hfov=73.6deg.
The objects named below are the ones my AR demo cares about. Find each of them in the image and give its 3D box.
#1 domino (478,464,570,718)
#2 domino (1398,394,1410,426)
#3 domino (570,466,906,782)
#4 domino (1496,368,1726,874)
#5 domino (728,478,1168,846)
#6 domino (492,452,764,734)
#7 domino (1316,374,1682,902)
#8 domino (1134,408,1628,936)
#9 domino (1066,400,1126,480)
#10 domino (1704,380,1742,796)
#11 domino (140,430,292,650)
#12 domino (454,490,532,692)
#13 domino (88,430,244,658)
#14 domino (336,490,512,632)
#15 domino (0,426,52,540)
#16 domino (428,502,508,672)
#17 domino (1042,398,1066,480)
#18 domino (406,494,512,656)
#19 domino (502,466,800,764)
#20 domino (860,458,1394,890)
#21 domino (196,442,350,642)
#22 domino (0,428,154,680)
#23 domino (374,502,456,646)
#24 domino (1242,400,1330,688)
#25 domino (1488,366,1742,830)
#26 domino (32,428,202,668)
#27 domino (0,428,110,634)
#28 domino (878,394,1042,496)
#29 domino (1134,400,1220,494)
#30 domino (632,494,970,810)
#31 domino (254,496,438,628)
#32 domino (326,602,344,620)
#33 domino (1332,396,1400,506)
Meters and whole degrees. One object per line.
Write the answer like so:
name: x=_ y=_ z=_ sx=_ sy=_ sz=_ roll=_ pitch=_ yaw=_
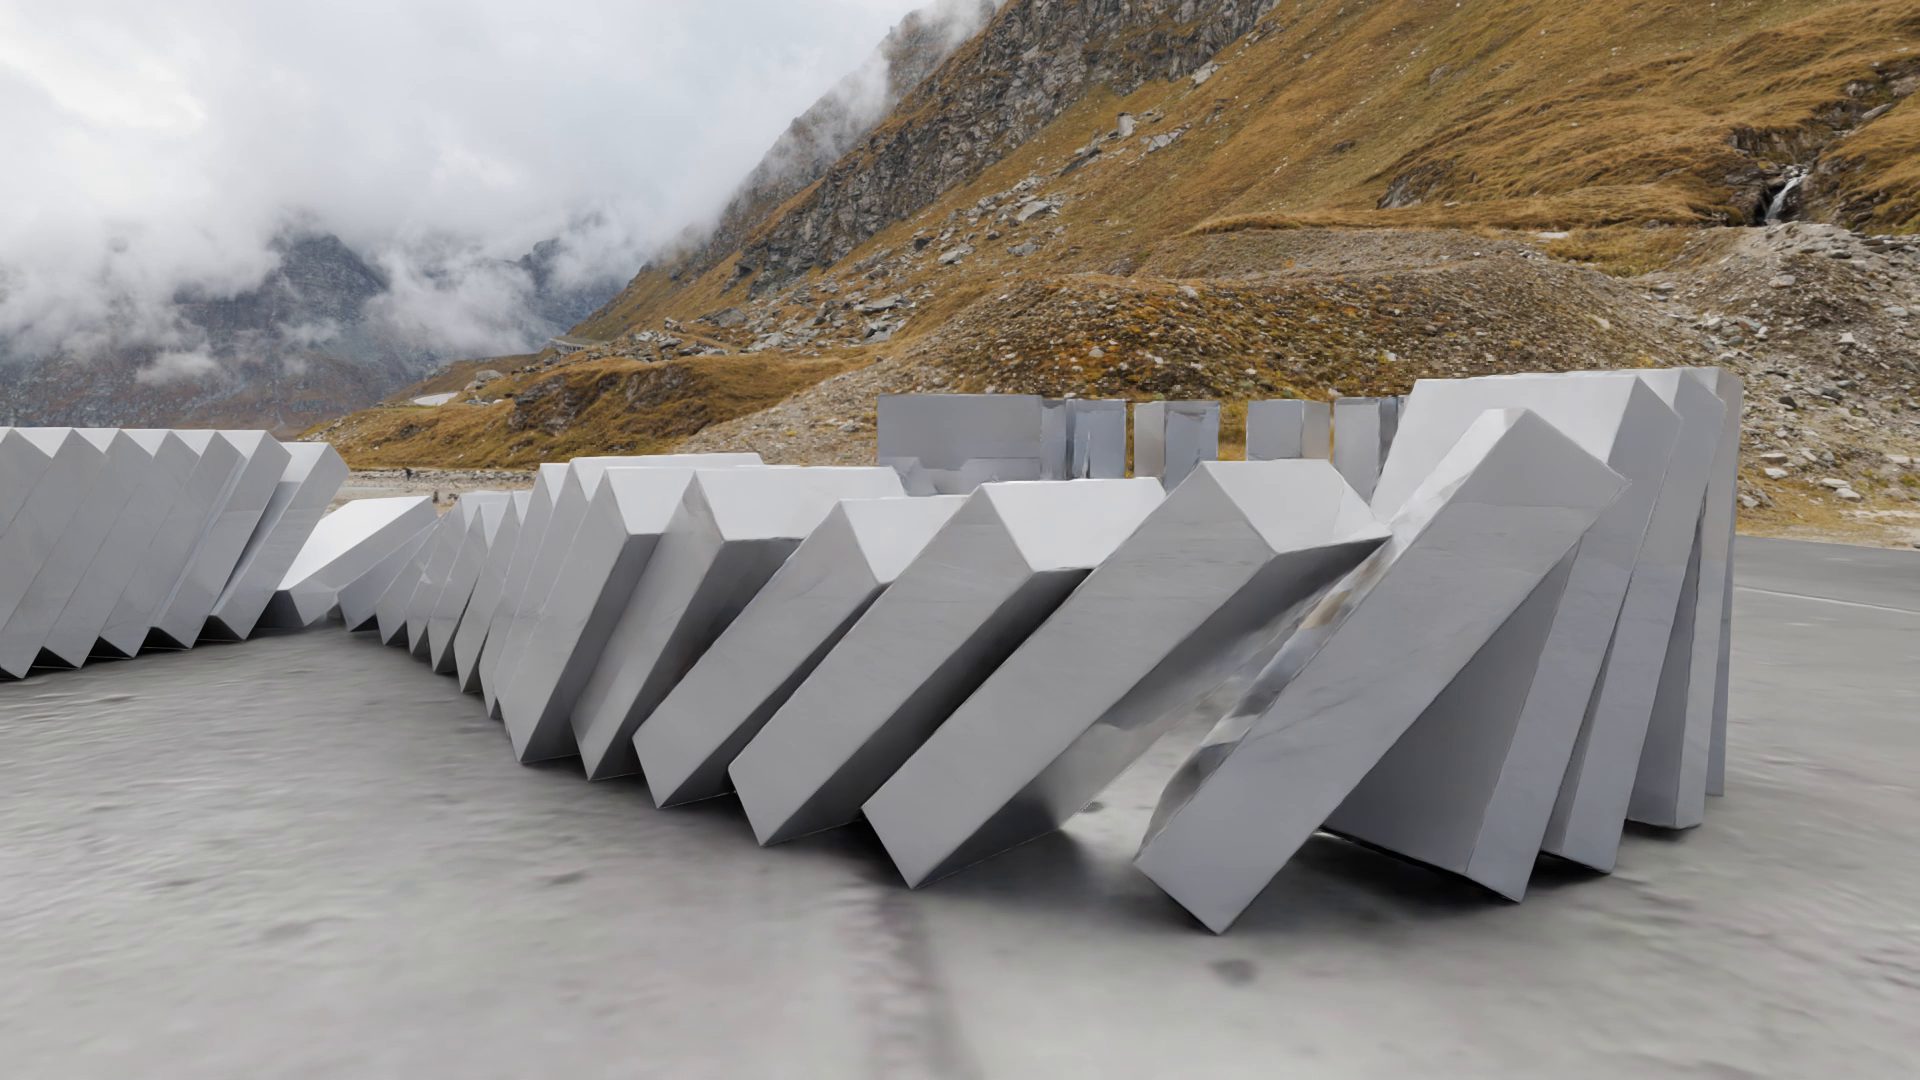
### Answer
domino: x=-0.054 y=0.008 z=0.191 sx=0.025 sy=0.009 sz=0.050 roll=-3 pitch=-36 yaw=-34
domino: x=0.082 y=0.002 z=0.202 sx=0.025 sy=0.050 sz=0.010 roll=-2 pitch=5 yaw=-22
domino: x=-0.027 y=0.011 z=0.156 sx=0.025 sy=0.010 sz=0.050 roll=-4 pitch=-35 yaw=-37
domino: x=0.062 y=0.007 z=0.138 sx=0.009 sy=0.050 sz=0.025 roll=22 pitch=-9 yaw=-32
domino: x=-0.001 y=0.013 z=0.132 sx=0.025 sy=0.009 sz=0.050 roll=-4 pitch=-34 yaw=-45
domino: x=-0.046 y=0.008 z=0.176 sx=0.025 sy=0.010 sz=0.050 roll=-5 pitch=-35 yaw=-36
domino: x=0.051 y=0.008 z=0.131 sx=0.010 sy=0.050 sz=0.025 roll=28 pitch=-10 yaw=-32
domino: x=0.037 y=0.011 z=0.118 sx=0.009 sy=0.050 sz=0.025 roll=39 pitch=14 yaw=9
domino: x=0.020 y=0.000 z=0.231 sx=0.009 sy=0.050 sz=0.025 roll=-1 pitch=5 yaw=-18
domino: x=0.084 y=0.005 z=0.163 sx=0.025 sy=0.050 sz=0.010 roll=2 pitch=5 yaw=29
domino: x=-0.169 y=-0.001 z=0.278 sx=0.025 sy=0.050 sz=0.010 roll=1 pitch=-33 yaw=14
domino: x=-0.065 y=0.009 z=0.210 sx=0.025 sy=0.009 sz=0.050 roll=-3 pitch=-29 yaw=-34
domino: x=-0.173 y=0.000 z=0.267 sx=0.025 sy=0.050 sz=0.009 roll=1 pitch=-33 yaw=14
domino: x=-0.110 y=0.005 z=0.282 sx=0.050 sy=0.010 sz=0.025 roll=-29 pitch=-13 yaw=27
domino: x=-0.182 y=0.003 z=0.220 sx=0.025 sy=0.050 sz=0.009 roll=1 pitch=-33 yaw=14
domino: x=-0.077 y=0.009 z=0.228 sx=0.025 sy=0.010 sz=0.050 roll=-3 pitch=-25 yaw=-34
domino: x=0.006 y=0.001 z=0.224 sx=0.010 sy=0.050 sz=0.025 roll=-4 pitch=6 yaw=-45
domino: x=-0.087 y=0.007 z=0.243 sx=0.025 sy=0.009 sz=0.050 roll=-2 pitch=-25 yaw=-35
domino: x=-0.039 y=0.010 z=0.165 sx=0.025 sy=0.009 sz=0.050 roll=-3 pitch=-35 yaw=-38
domino: x=0.015 y=0.013 z=0.121 sx=0.025 sy=0.010 sz=0.050 roll=-6 pitch=-36 yaw=-52
domino: x=-0.163 y=-0.001 z=0.291 sx=0.025 sy=0.050 sz=0.009 roll=1 pitch=-39 yaw=14
domino: x=-0.178 y=0.002 z=0.243 sx=0.025 sy=0.050 sz=0.010 roll=1 pitch=-33 yaw=14
domino: x=-0.099 y=0.007 z=0.264 sx=0.025 sy=0.010 sz=0.050 roll=-4 pitch=-23 yaw=-45
domino: x=0.059 y=0.000 z=0.232 sx=0.009 sy=0.050 sz=0.025 roll=2 pitch=5 yaw=26
domino: x=0.074 y=0.006 z=0.150 sx=0.010 sy=0.050 sz=0.025 roll=9 pitch=-3 yaw=-45
domino: x=-0.176 y=0.001 z=0.255 sx=0.025 sy=0.050 sz=0.009 roll=1 pitch=-33 yaw=14
domino: x=-0.179 y=0.002 z=0.231 sx=0.025 sy=0.050 sz=0.009 roll=1 pitch=-33 yaw=14
domino: x=0.000 y=0.002 z=0.201 sx=0.025 sy=0.050 sz=0.009 roll=0 pitch=4 yaw=0
domino: x=0.039 y=0.000 z=0.235 sx=0.009 sy=0.050 sz=0.025 roll=0 pitch=4 yaw=-4
domino: x=-0.014 y=0.013 z=0.144 sx=0.025 sy=0.009 sz=0.050 roll=-4 pitch=-30 yaw=-44
domino: x=-0.153 y=0.005 z=0.311 sx=0.025 sy=0.009 sz=0.050 roll=-2 pitch=26 yaw=19
domino: x=-0.132 y=0.013 z=0.330 sx=0.025 sy=0.010 sz=0.050 roll=3 pitch=5 yaw=32
domino: x=0.075 y=0.001 z=0.215 sx=0.025 sy=0.050 sz=0.009 roll=-3 pitch=5 yaw=-31
